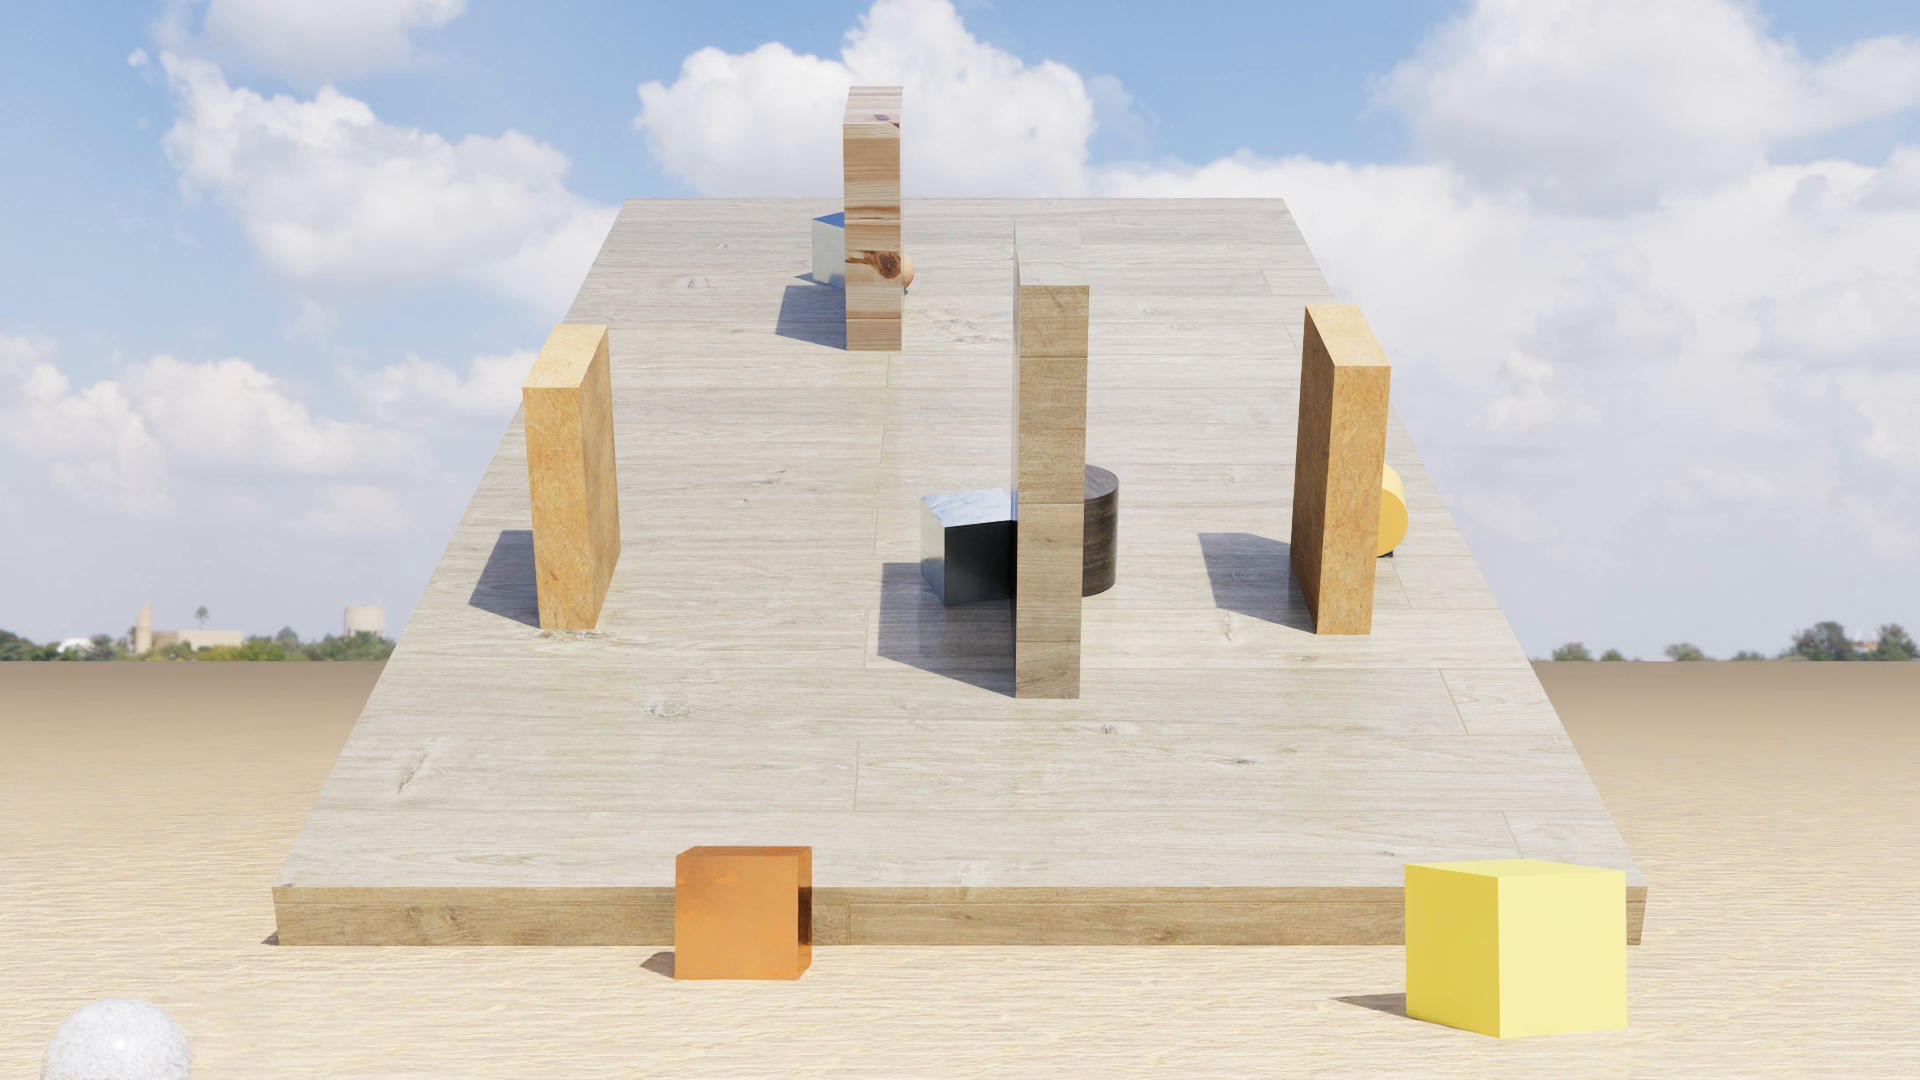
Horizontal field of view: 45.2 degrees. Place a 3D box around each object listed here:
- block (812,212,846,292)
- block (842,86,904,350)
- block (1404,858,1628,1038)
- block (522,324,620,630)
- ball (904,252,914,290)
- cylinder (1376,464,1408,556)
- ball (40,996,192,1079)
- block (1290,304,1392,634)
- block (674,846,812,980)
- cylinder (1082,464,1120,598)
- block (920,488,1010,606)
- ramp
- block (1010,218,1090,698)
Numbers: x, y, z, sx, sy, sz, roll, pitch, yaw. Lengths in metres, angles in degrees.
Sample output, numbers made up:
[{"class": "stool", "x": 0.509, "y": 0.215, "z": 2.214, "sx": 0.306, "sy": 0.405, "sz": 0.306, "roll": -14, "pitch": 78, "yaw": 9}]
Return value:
[{"class": "block", "x": -0.275, "y": -0.775, "z": 6.176, "sx": 0.171, "sy": 0.171, "sz": 0.171, "roll": -20, "pitch": 30, "yaw": -40}, {"class": "block", "x": -0.211, "y": -0.805, "z": 5.745, "sx": 0.134, "sy": 0.561, "sz": 0.430, "roll": 0, "pitch": 23, "yaw": 0}, {"class": "block", "x": 0.646, "y": 0.472, "z": 2.692, "sx": 0.179, "sy": 0.179, "sz": 0.179, "roll": 1, "pitch": -3, "yaw": -24}, {"class": "block", "x": -0.709, "y": -0.121, "z": 4.243, "sx": 0.098, "sy": 0.461, "sz": 0.360, "roll": 0, "pitch": 23, "yaw": 0}, {"class": "ball", "x": -0.180, "y": -0.709, "z": 6.084, "sx": 0.120, "sy": 0.120, "sz": 0.120, "roll": 0, "pitch": -3, "yaw": 0}, {"class": "cylinder", "x": 0.798, "y": -0.063, "z": 4.516, "sx": 0.148, "sy": 0.148, "sz": 0.148, "roll": 0, "pitch": 23, "yaw": 8}, {"class": "ball", "x": -0.742, "y": 0.466, "z": 2.032, "sx": 0.125, "sy": 0.125, "sz": 0.125, "roll": 0, "pitch": -3, "yaw": 0}, {"class": "block", "x": 0.690, "y": -0.134, "z": 4.218, "sx": 0.097, "sy": 0.508, "sz": 0.359, "roll": 0, "pitch": 23, "yaw": 0}, {"class": "block", "x": -0.290, "y": 0.501, "z": 3.117, "sx": 0.162, "sy": 0.162, "sz": 0.162, "roll": 0, "pitch": -3, "yaw": 3}, {"class": "cylinder", "x": 0.199, "y": -0.020, "z": 4.347, "sx": 0.196, "sy": 0.196, "sz": 0.196, "roll": 0, "pitch": 23, "yaw": 0}, {"class": "block", "x": 0.024, "y": 0.012, "z": 4.321, "sx": 0.158, "sy": 0.158, "sz": 0.158, "roll": -7, "pitch": 24, "yaw": -16}, {"class": "ramp", "x": -0.007, "y": -0.225, "z": 5.217, "sx": 2.000, "sy": 0.100, "sz": 4.000, "roll": 0, "pitch": 23, "yaw": 0}, {"class": "block", "x": 0.148, "y": -0.146, "z": 3.963, "sx": 0.108, "sy": 0.727, "sz": 0.414, "roll": 0, "pitch": 23, "yaw": 0}]
